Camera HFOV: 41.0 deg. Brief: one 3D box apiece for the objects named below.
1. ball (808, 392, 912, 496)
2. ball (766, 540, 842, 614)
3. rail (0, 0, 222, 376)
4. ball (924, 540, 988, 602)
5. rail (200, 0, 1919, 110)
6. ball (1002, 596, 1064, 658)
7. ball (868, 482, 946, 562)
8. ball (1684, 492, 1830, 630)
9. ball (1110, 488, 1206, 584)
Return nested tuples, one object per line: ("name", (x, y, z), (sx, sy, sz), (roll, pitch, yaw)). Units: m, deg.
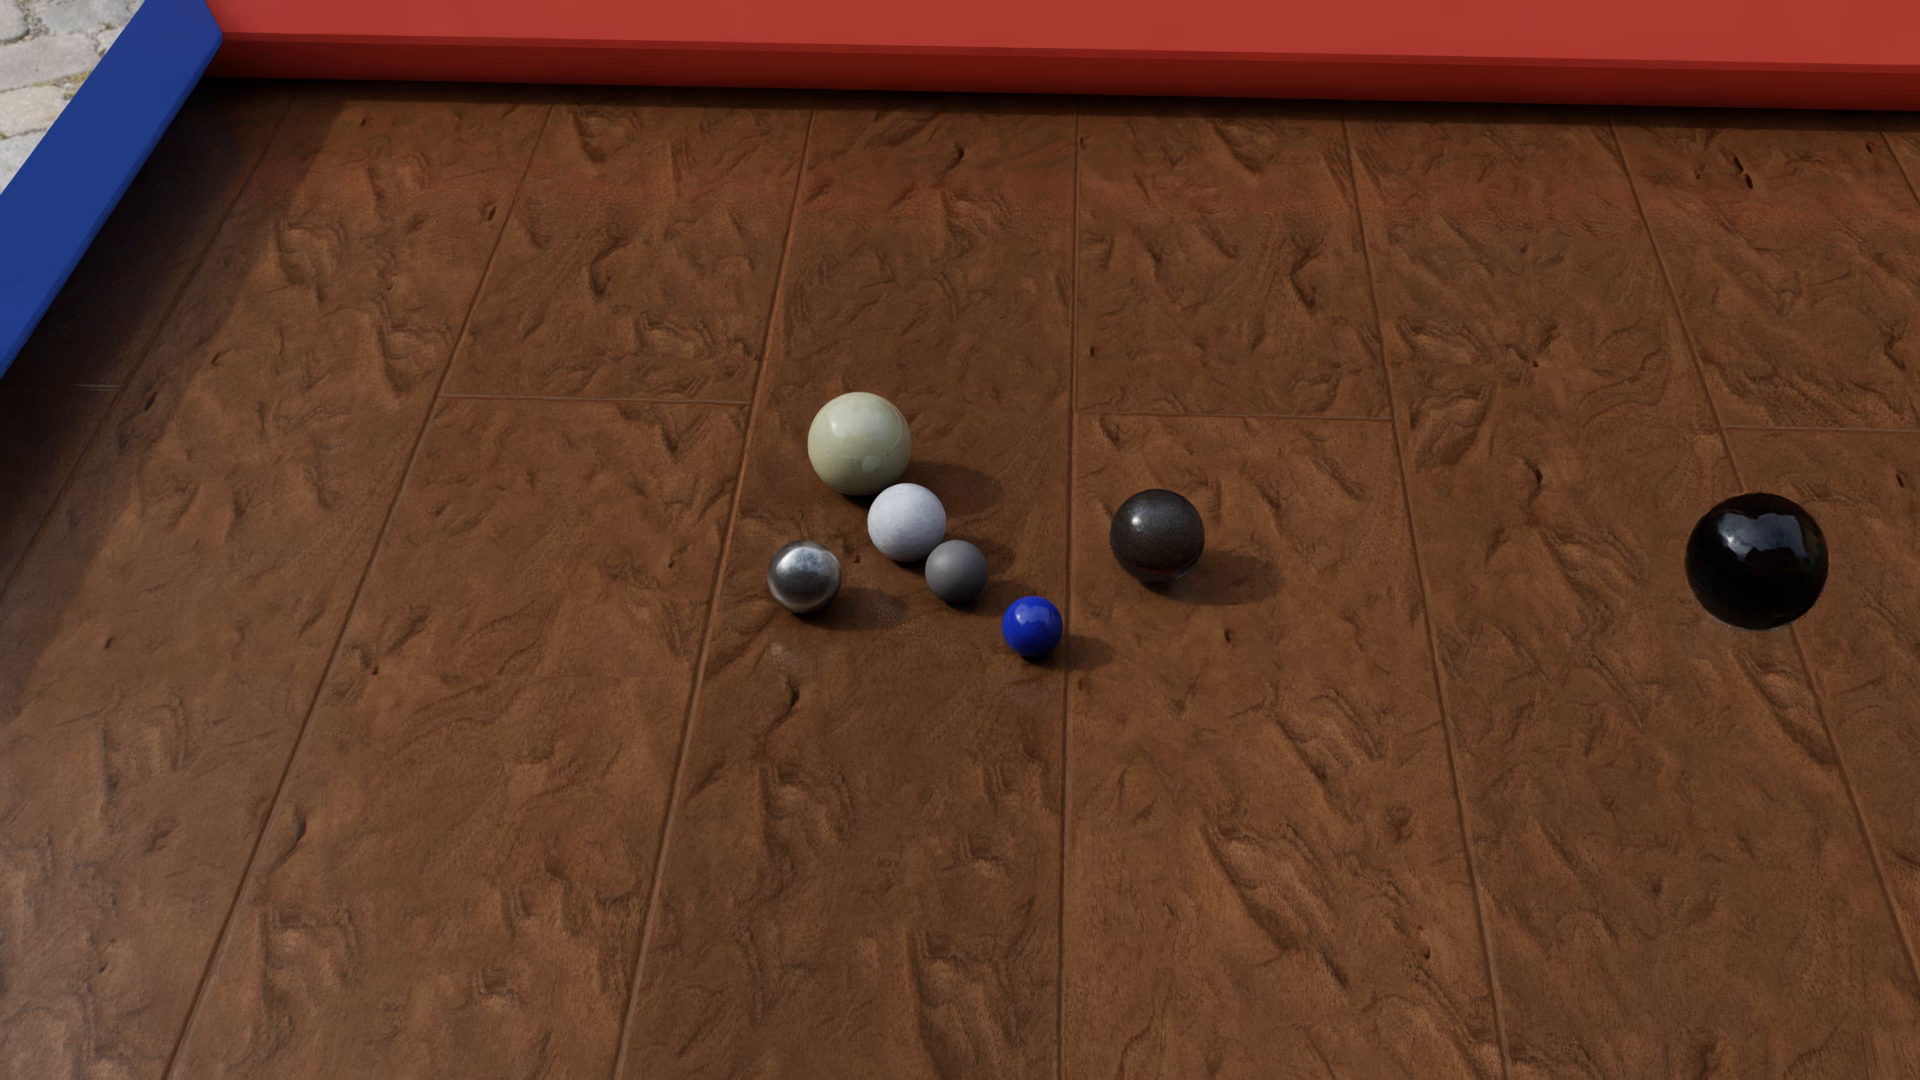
("ball", (-0.074, -0.071, 1.894), (0.077, 0.077, 0.077), (0, 35, 0))
("ball", (-0.108, 0.026, 1.780), (0.052, 0.052, 0.052), (0, 35, 0))
("rail", (-0.752, -0.048, 1.820), (0.045, 0.123, 1.568), (2, 35, 2))
("ball", (-0.003, 0.022, 1.792), (0.044, 0.044, 0.044), (0, 35, 0))
("rail", (0.810, -0.448, 2.382), (3.104, 0.123, 0.045), (2, 35, 2))
("ball", (0.049, 0.059, 1.742), (0.042, 0.042, 0.042), (0, 35, 0))
("ball", (-0.038, -0.012, 1.829), (0.057, 0.057, 0.057), (0, 35, 0))
("ball", (0.546, 0.015, 1.759), (0.095, 0.095, 0.095), (0, 35, 0))
("ball", (0.139, -0.003, 1.807), (0.067, 0.067, 0.067), (0, 35, 0))
